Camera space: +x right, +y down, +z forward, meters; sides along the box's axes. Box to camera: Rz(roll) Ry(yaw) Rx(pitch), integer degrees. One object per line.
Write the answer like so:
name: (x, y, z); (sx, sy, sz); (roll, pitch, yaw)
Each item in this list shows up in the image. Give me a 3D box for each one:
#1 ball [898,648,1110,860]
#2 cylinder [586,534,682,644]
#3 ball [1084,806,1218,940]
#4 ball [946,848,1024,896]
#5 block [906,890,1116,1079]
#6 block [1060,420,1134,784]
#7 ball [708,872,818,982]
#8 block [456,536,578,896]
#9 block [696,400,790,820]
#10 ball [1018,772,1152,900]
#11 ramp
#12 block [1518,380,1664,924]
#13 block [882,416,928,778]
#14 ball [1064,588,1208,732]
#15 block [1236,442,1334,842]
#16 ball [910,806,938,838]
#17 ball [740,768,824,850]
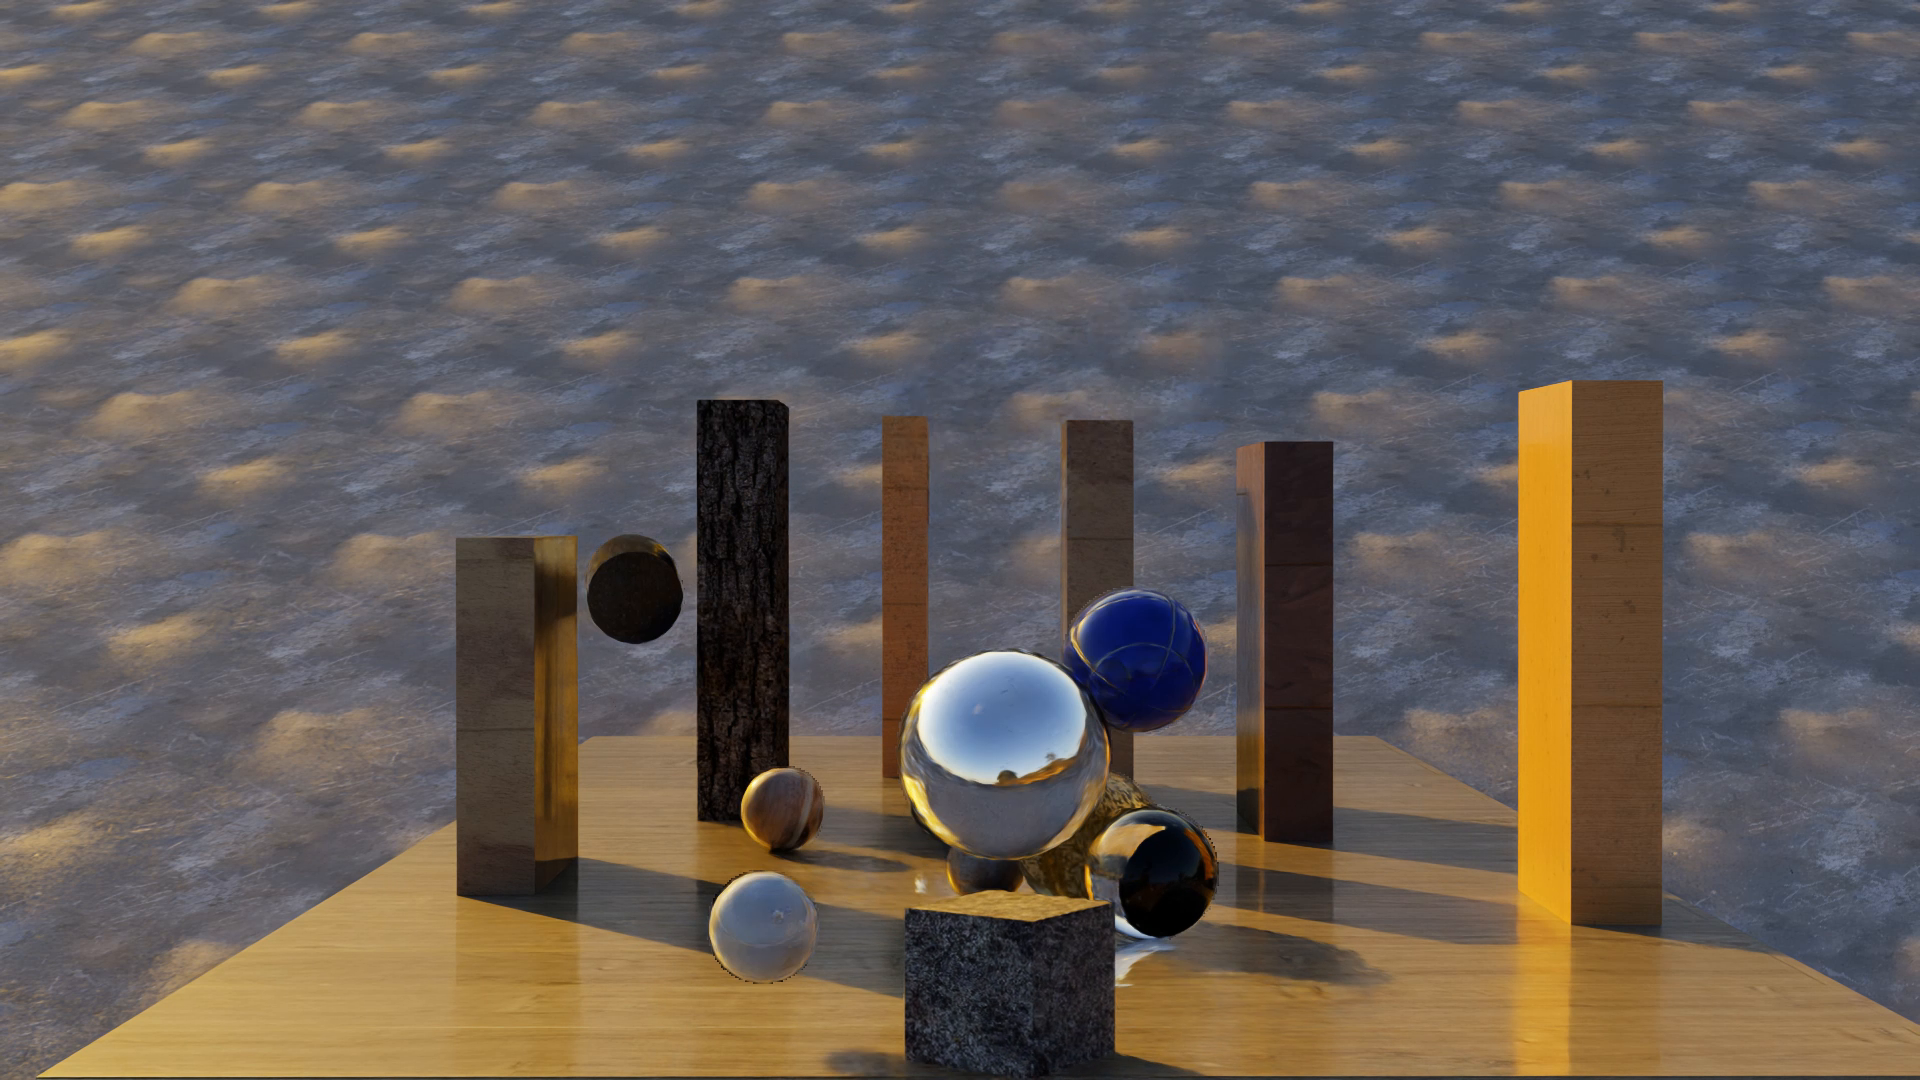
ball: (0.042, 0.203, 2.458); (0.202, 0.202, 0.202); (0, 28, 0)
cylinder: (-0.546, 0.080, 4.318); (0.155, 0.155, 0.155); (-5, 11, -9)
ball: (0.255, 0.445, 3.455); (0.177, 0.177, 0.177); (0, 28, 0)
ball: (0.037, 0.474, 3.747); (0.114, 0.114, 0.114); (0, 28, 0)
block: (0.053, 0.462, 2.710); (0.159, 0.159, 0.159); (0, 1, 35)
block: (0.269, 0.143, 5.114); (0.127, 0.748, 0.322); (0, 1, 0)
ball: (-0.214, 0.422, 2.823); (0.119, 0.119, 0.119); (0, 28, 0)
block: (-0.693, 0.261, 4.072); (0.116, 0.534, 0.441); (0, 1, 0)
block: (-0.414, 0.128, 4.961); (0.147, 0.781, 0.346); (0, 1, 0)
ball: (0.183, 0.428, 3.647); (0.208, 0.208, 0.208); (0, 28, 0)
ramp: (0.064, 0.572, 4.614); (2.000, 0.100, 4.000); (0, 1, 0)
block: (0.907, 0.154, 3.739); (0.126, 0.752, 0.337); (0, 1, 0)
block: (-0.120, 0.120, 5.780); (0.095, 0.780, 0.401); (0, 1, 0)
ball: (0.178, 0.122, 2.623); (0.147, 0.147, 0.147); (0, 28, 0)
block: (0.588, 0.174, 4.707); (0.119, 0.694, 0.445); (0, 1, 0)
ball: (-0.019, 0.454, 4.514); (0.137, 0.137, 0.137); (0, 28, 0)
ball: (-0.300, 0.455, 4.365); (0.140, 0.140, 0.140); (0, 28, 0)
